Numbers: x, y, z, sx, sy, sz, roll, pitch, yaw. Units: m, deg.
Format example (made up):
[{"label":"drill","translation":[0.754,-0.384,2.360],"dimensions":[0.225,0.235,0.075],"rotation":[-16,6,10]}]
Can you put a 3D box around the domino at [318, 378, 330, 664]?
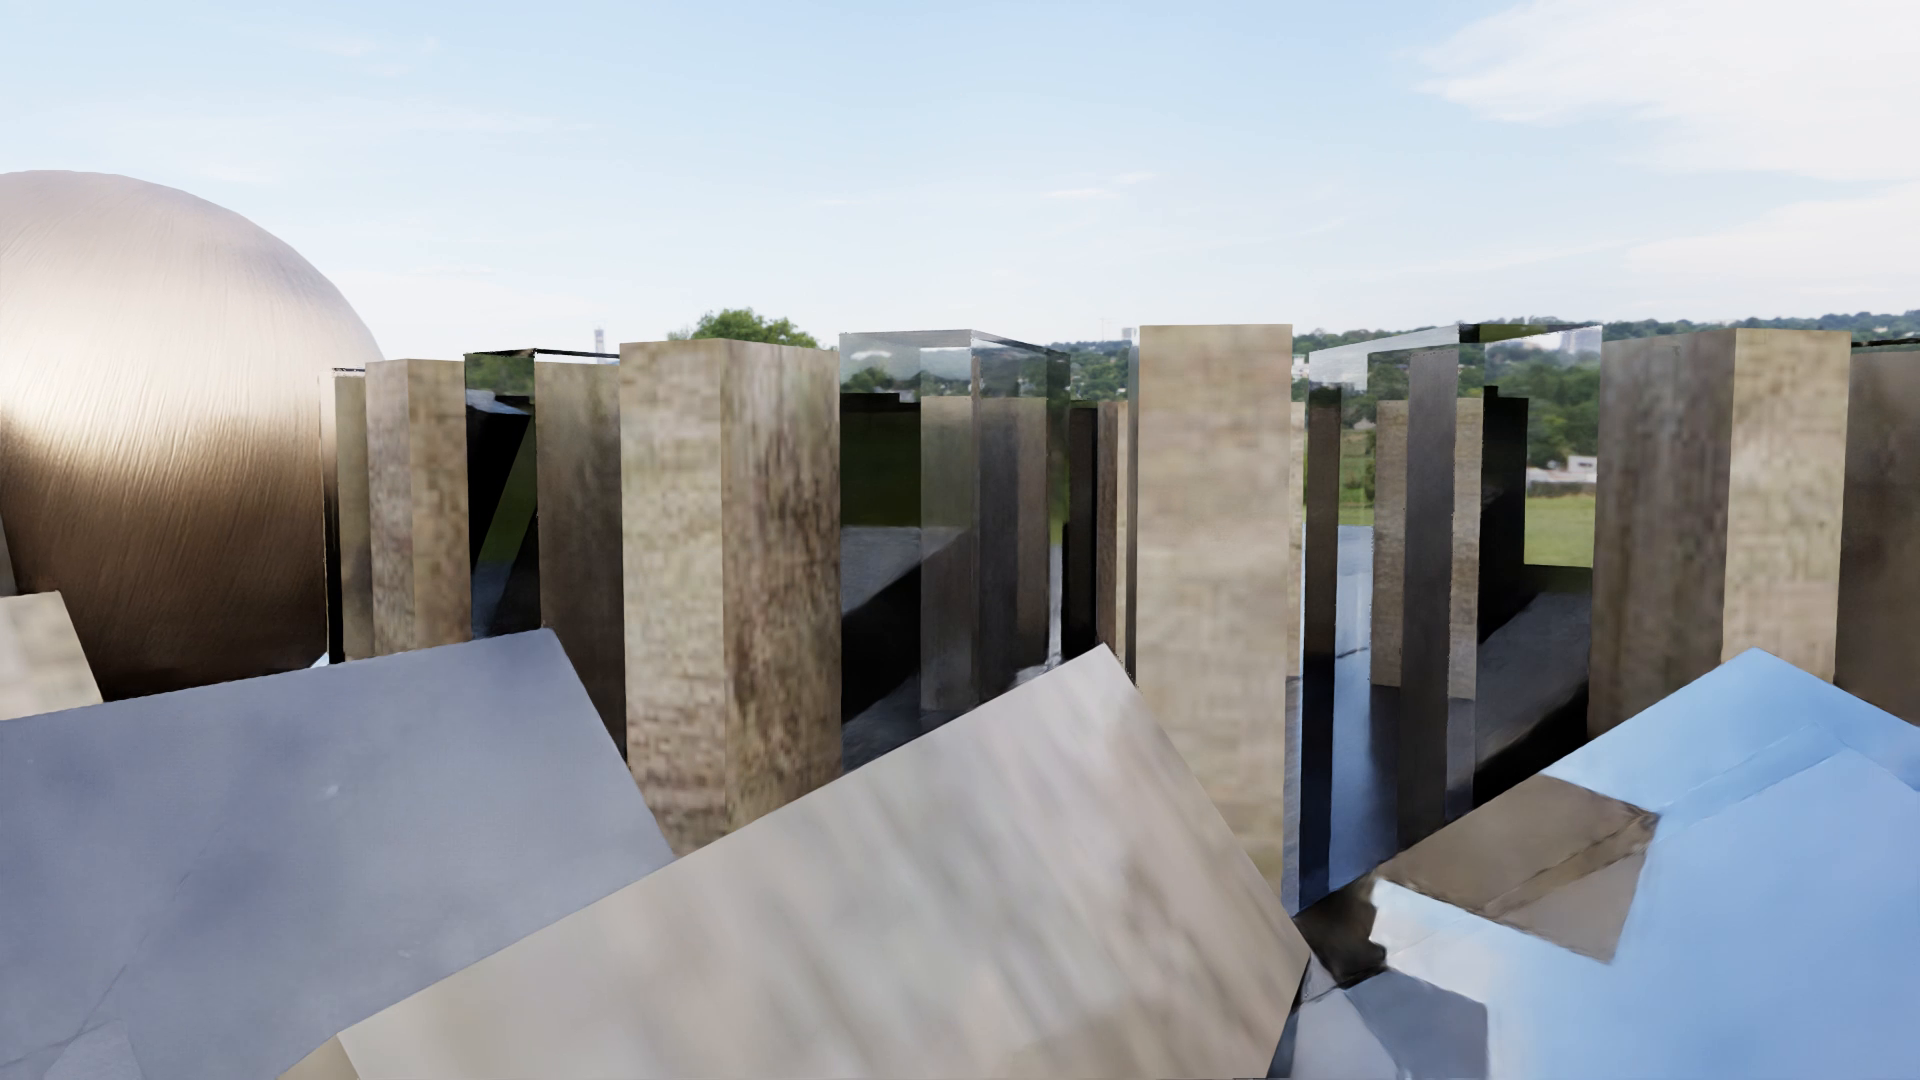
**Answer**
[{"label":"domino","translation":[-0.062,0.006,0.155],"dimensions":[0.025,0.050,0.009],"rotation":[-2,5,-21]}]

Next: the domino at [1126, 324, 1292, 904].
[{"label":"domino","translation":[0.017,0.010,0.095],"dimensions":[0.009,0.050,0.025],"rotation":[0,4,6]}]

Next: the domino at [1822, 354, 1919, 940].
[{"label":"domino","translation":[0.083,0.009,0.112],"dimensions":[0.009,0.050,0.025],"rotation":[-3,5,-34]}]

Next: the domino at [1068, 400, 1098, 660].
[{"label":"domino","translation":[0.012,0.000,0.232],"dimensions":[0.010,0.050,0.025],"rotation":[-4,6,-43]}]

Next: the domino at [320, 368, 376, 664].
[{"label":"domino","translation":[-0.054,0.007,0.140],"dimensions":[0.025,0.050,0.009],"rotation":[-3,5,-34]}]

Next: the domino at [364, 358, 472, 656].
[{"label":"domino","translation":[-0.043,0.008,0.127],"dimensions":[0.009,0.050,0.025],"rotation":[4,6,44]}]

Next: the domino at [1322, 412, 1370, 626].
[{"label":"domino","translation":[0.094,-0.006,0.311],"dimensions":[0.009,0.050,0.025],"rotation":[1,4,16]}]

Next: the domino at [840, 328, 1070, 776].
[{"label":"domino","translation":[0.001,0.010,0.099],"dimensions":[0.010,0.050,0.025],"rotation":[2,5,20]}]

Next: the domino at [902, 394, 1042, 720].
[{"label":"domino","translation":[0.000,0.002,0.201],"dimensions":[0.025,0.050,0.009],"rotation":[0,4,0]}]

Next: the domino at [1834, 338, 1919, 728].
[{"label":"domino","translation":[0.068,0.010,0.104],"dimensions":[0.010,0.050,0.025],"rotation":[-2,5,-23]}]

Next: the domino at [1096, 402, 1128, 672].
[{"label":"domino","translation":[0.026,-0.001,0.242],"dimensions":[0.010,0.050,0.025],"rotation":[-2,5,-29]}]

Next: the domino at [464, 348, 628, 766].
[{"label":"domino","translation":[-0.030,0.009,0.116],"dimensions":[0.010,0.050,0.025],"rotation":[3,5,36]}]

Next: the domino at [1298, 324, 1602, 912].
[{"label":"domino","translation":[0.035,0.010,0.095],"dimensions":[0.009,0.050,0.025],"rotation":[0,4,-6]}]

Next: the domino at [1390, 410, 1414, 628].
[{"label":"domino","translation":[0.110,-0.005,0.305],"dimensions":[0.010,0.050,0.025],"rotation":[2,5,26]}]

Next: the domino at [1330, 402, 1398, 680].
[{"label":"domino","translation":[0.076,-0.001,0.242],"dimensions":[0.010,0.050,0.025],"rotation":[2,5,22]}]

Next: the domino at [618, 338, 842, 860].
[{"label":"domino","translation":[-0.015,0.010,0.106],"dimensions":[0.009,0.050,0.025],"rotation":[2,5,29]}]

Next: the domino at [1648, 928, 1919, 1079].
[{"label":"domino","translation":[0.017,0.022,0.025],"dimensions":[0.050,0.009,0.025],"rotation":[-37,-4,12]}]

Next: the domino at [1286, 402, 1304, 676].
[{"label":"domino","translation":[0.060,-0.001,0.247],"dimensions":[0.009,0.050,0.025],"rotation":[1,4,10]}]

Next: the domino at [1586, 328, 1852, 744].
[{"label":"domino","translation":[0.052,0.010,0.098],"dimensions":[0.010,0.050,0.025],"rotation":[-1,4,-15]}]

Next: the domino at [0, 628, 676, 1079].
[{"label":"domino","translation":[-0.033,0.021,0.037],"dimensions":[0.050,0.010,0.025],"rotation":[-38,-13,25]}]

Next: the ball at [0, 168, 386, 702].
[{"label":"ball","translation":[-0.122,-0.011,0.183],"dimensions":[0.080,0.080,0.080],"rotation":[0,4,0]}]

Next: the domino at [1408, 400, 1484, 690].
[{"label":"domino","translation":[0.091,0.000,0.233],"dimensions":[0.009,0.050,0.025],"rotation":[4,6,39]}]

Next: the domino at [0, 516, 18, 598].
[{"label":"domino","translation":[-0.118,0.007,0.138],"dimensions":[0.025,0.050,0.010],"rotation":[-1,26,-19]}]

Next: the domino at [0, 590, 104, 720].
[{"label":"domino","translation":[-0.049,0.020,0.042],"dimensions":[0.050,0.009,0.025],"rotation":[-40,-16,31]}]

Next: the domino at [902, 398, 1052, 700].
[{"label":"domino","translation":[0.002,0.001,0.218],"dimensions":[0.025,0.050,0.009],"rotation":[1,5,18]}]

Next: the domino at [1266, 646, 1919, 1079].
[{"label":"domino","translation":[0.000,0.022,0.027],"dimensions":[0.050,0.009,0.025],"rotation":[-37,-7,16]}]

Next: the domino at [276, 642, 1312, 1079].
[{"label":"domino","translation":[-0.017,0.022,0.031],"dimensions":[0.050,0.009,0.025],"rotation":[-37,-10,21]}]
